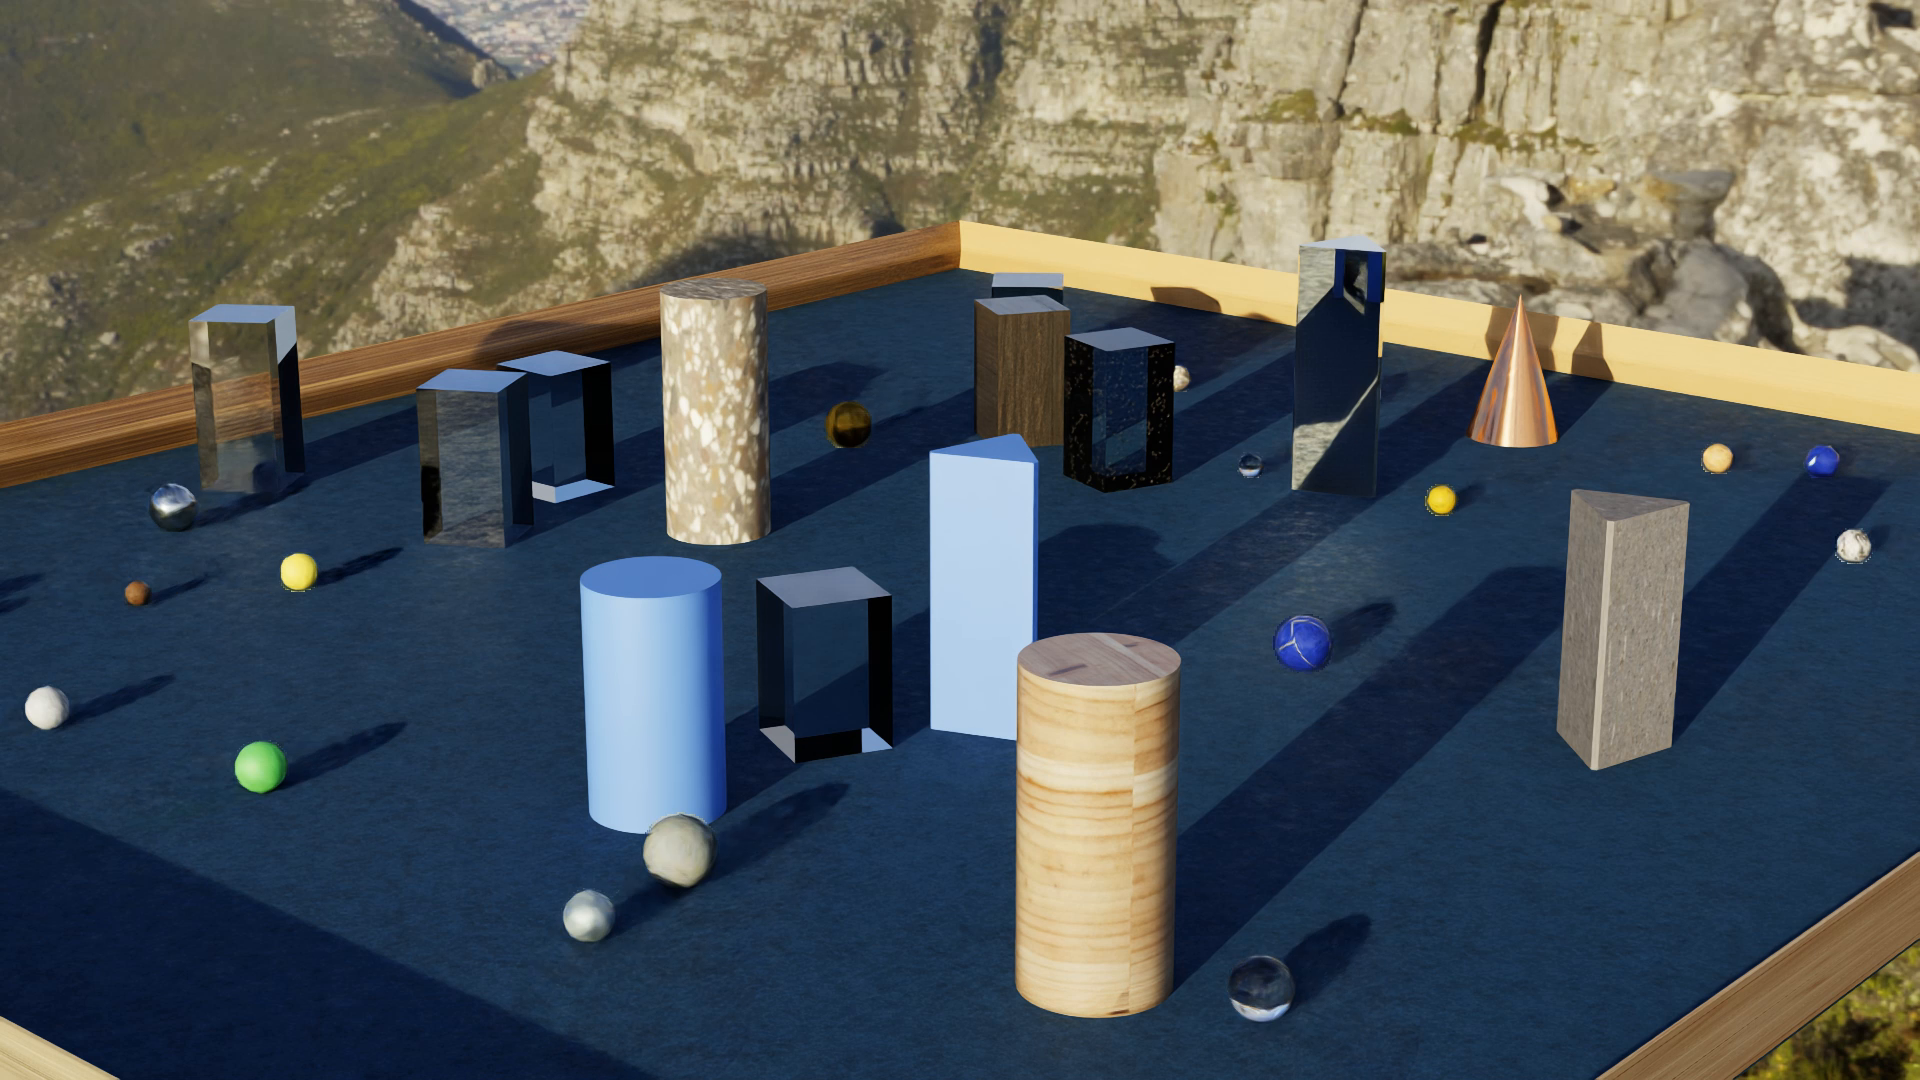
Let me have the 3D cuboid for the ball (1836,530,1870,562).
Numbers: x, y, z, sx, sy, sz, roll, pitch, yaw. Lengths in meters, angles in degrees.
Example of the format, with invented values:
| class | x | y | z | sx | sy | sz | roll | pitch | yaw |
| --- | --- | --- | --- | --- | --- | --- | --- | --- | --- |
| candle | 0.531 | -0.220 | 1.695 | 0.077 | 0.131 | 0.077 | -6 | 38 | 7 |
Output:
| class | x | y | z | sx | sy | sz | roll | pitch | yaw |
| --- | --- | --- | --- | --- | --- | --- | --- | --- | --- |
| ball | 1.618 | 0.011 | 5.311 | 0.060 | 0.060 | 0.060 | 0 | 17 | 0 |

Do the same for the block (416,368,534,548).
| class | x | y | z | sx | sy | sz | roll | pitch | yaw |
| --- | --- | --- | --- | --- | --- | --- | --- | --- | --- |
| block | -0.898 | -0.152 | 5.443 | 0.157 | 0.296 | 0.157 | 3 | 17 | 11 |

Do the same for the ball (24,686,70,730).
| class | x | y | z | sx | sy | sz | roll | pitch | yaw |
| --- | --- | --- | --- | --- | --- | --- | --- | --- | --- |
| ball | -1.396 | 0.257 | 4.486 | 0.066 | 0.066 | 0.066 | 0 | 17 | 0 |

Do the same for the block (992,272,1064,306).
| class | x | y | z | sx | sy | sz | roll | pitch | yaw |
| --- | --- | --- | --- | --- | --- | --- | --- | --- | --- |
| block | 0.153 | -0.470 | 6.600 | 0.157 | 0.236 | 0.157 | 1 | 17 | 3 |

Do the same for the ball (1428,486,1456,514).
| class | x | y | z | sx | sy | sz | roll | pitch | yaw |
| --- | --- | --- | --- | --- | --- | --- | --- | --- | --- |
| ball | 0.922 | -0.076 | 5.608 | 0.055 | 0.055 | 0.055 | 0 | 17 | 0 |

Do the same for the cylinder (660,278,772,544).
| class | x | y | z | sx | sy | sz | roll | pitch | yaw |
| --- | --- | --- | --- | --- | --- | --- | --- | --- | --- |
| cylinder | -0.453 | -0.240 | 5.448 | 0.196 | 0.461 | 0.196 | 0 | 17 | 0 |

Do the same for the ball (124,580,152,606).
| class | x | y | z | sx | sy | sz | roll | pitch | yaw |
| --- | --- | --- | --- | --- | --- | --- | --- | --- | --- |
| ball | -1.422 | 0.092 | 5.071 | 0.044 | 0.044 | 0.044 | 0 | 17 | 0 |

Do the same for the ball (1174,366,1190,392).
| class | x | y | z | sx | sy | sz | roll | pitch | yaw |
| --- | --- | --- | --- | --- | --- | --- | --- | --- | --- |
| ball | 0.486 | -0.361 | 6.547 | 0.059 | 0.059 | 0.059 | 0 | 17 | 0 |

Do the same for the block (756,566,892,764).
| class | x | y | z | sx | sy | sz | roll | pitch | yaw |
| --- | --- | --- | --- | --- | --- | --- | --- | --- | --- |
| block | -0.204 | 0.186 | 4.415 | 0.157 | 0.242 | 0.157 | -7 | 18 | -22 |

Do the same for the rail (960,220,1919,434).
| class | x | y | z | sx | sy | sz | roll | pitch | yaw |
| --- | --- | --- | --- | --- | --- | --- | --- | --- | --- |
| rail | 1.400 | -0.434 | 6.664 | 3.754 | 0.128 | 0.045 | 14 | 22 | 39 |

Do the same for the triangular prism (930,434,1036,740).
| class | x | y | z | sx | sy | sz | roll | pitch | yaw |
| --- | --- | --- | --- | --- | --- | --- | --- | --- | --- |
| triangular prism | 0.060 | 0.067 | 4.469 | 0.170 | 0.438 | 0.147 | 6 | 18 | 20 |

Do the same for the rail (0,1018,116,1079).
| class | x | y | z | sx | sy | sz | roll | pitch | yaw |
| --- | --- | --- | --- | --- | --- | --- | --- | --- | --- |
| rail | -1.400 | 0.497 | 3.576 | 3.754 | 0.128 | 0.045 | 14 | 22 | 39 |

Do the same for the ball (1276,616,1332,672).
| class | x | y | z | sx | sy | sz | roll | pitch | yaw |
| --- | --- | --- | --- | --- | --- | --- | --- | --- | --- |
| ball | 0.556 | 0.167 | 4.738 | 0.091 | 0.091 | 0.091 | 0 | 17 | 0 |

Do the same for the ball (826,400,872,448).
| class | x | y | z | sx | sy | sz | roll | pitch | yaw |
| --- | --- | --- | --- | --- | --- | --- | --- | --- | --- |
| ball | -0.231 | -0.240 | 6.079 | 0.097 | 0.097 | 0.097 | 0 | 17 | 0 |

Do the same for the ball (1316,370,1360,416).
| class | x | y | z | sx | sy | sz | roll | pitch | yaw |
| --- | --- | --- | --- | --- | --- | --- | --- | --- | --- |
| ball | 0.818 | -0.318 | 6.339 | 0.096 | 0.096 | 0.096 | 0 | 17 | 0 |

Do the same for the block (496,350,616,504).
| class | x | y | z | sx | sy | sz | roll | pitch | yaw |
| --- | --- | --- | --- | --- | --- | --- | --- | --- | --- |
| block | -0.793 | -0.224 | 5.756 | 0.157 | 0.253 | 0.157 | 14 | 22 | 38 |

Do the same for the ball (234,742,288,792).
| class | x | y | z | sx | sy | sz | roll | pitch | yaw |
| --- | --- | --- | --- | --- | --- | --- | --- | --- | --- |
| ball | -1.009 | 0.328 | 4.234 | 0.074 | 0.074 | 0.074 | 0 | 17 | 0 |

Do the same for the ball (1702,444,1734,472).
| class | x | y | z | sx | sy | sz | roll | pitch | yaw |
| --- | --- | --- | --- | --- | --- | --- | --- | --- | --- |
| ball | 1.524 | -0.164 | 5.894 | 0.059 | 0.059 | 0.059 | 0 | 17 | 0 |

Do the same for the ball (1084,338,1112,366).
| class | x | y | z | sx | sy | sz | roll | pitch | yaw |
| --- | --- | --- | --- | --- | --- | --- | --- | --- | --- |
| ball | 0.319 | -0.434 | 6.774 | 0.066 | 0.066 | 0.066 | 0 | 17 | 0 |

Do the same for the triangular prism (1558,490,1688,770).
| class | x | y | z | sx | sy | sz | roll | pitch | yaw |
| --- | --- | --- | --- | --- | --- | --- | --- | --- | --- |
| triangular prism | 0.960 | 0.125 | 4.375 | 0.170 | 0.382 | 0.147 | -12 | 21 | -35 |

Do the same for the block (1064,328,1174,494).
| class | x | y | z | sx | sy | sz | roll | pitch | yaw |
| --- | --- | --- | --- | --- | --- | --- | --- | --- | --- |
| block | 0.314 | -0.259 | 5.816 | 0.157 | 0.286 | 0.157 | -9 | 19 | -28 |

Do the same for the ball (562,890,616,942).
| class | x | y | z | sx | sy | sz | roll | pitch | yaw |
| --- | --- | --- | --- | --- | --- | --- | --- | --- | --- |
| ball | -0.473 | 0.480 | 3.742 | 0.066 | 0.066 | 0.066 | 0 | 17 | 0 |

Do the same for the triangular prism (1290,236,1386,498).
| class | x | y | z | sx | sy | sz | roll | pitch | yaw |
| --- | --- | --- | --- | --- | --- | --- | --- | --- | --- |
| triangular prism | 0.759 | -0.345 | 5.751 | 0.170 | 0.487 | 0.147 | 7 | 18 | 22 |

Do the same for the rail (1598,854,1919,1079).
| class | x | y | z | sx | sy | sz | roll | pitch | yaw |
| --- | --- | --- | --- | --- | --- | --- | --- | --- | --- |
| rail | 1.399 | 0.383 | 3.957 | 0.045 | 0.128 | 4.319 | 14 | 22 | 39 |

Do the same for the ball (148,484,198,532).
| class | x | y | z | sx | sy | sz | roll | pitch | yaw |
| --- | --- | --- | --- | --- | --- | --- | --- | --- | --- |
| ball | -1.475 | -0.061 | 5.498 | 0.089 | 0.089 | 0.089 | 0 | 17 | 0 |

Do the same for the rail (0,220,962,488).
| class | x | y | z | sx | sy | sz | roll | pitch | yaw |
| --- | --- | --- | --- | --- | --- | --- | --- | --- | --- |
| rail | -1.399 | -0.319 | 6.283 | 0.045 | 0.128 | 4.319 | 14 | 22 | 39 |

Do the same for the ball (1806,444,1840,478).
| class | x | y | z | sx | sy | sz | roll | pitch | yaw |
| --- | --- | --- | --- | --- | --- | --- | --- | --- | --- |
| ball | 1.724 | -0.157 | 5.858 | 0.066 | 0.066 | 0.066 | 0 | 17 | 0 |

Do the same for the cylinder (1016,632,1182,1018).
| class | x | y | z | sx | sy | sz | roll | pitch | yaw |
| --- | --- | --- | --- | --- | --- | --- | --- | --- | --- |
| cylinder | 0.166 | 0.345 | 3.571 | 0.196 | 0.424 | 0.196 | 0 | 17 | 0 |

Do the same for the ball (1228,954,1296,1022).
| class | x | y | z | sx | sy | sz | roll | pitch | yaw |
| --- | --- | --- | --- | --- | --- | --- | --- | --- | --- |
| ball | 0.362 | 0.539 | 3.523 | 0.081 | 0.081 | 0.081 | 0 | 17 | 0 |

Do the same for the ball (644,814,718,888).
| class | x | y | z | sx | sy | sz | roll | pitch | yaw |
| --- | --- | --- | --- | --- | --- | --- | --- | --- | --- |
| ball | -0.372 | 0.415 | 3.905 | 0.098 | 0.098 | 0.098 | 0 | 17 | 0 |

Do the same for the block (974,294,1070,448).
| class | x | y | z | sx | sy | sz | roll | pitch | yaw |
| --- | --- | --- | --- | --- | --- | --- | --- | --- | --- |
| block | 0.129 | -0.351 | 6.122 | 0.157 | 0.285 | 0.157 | -5 | 18 | -17 |

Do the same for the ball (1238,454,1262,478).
| class | x | y | z | sx | sy | sz | roll | pitch | yaw |
| --- | --- | --- | --- | --- | --- | --- | --- | --- | --- |
| ball | 0.581 | -0.150 | 5.863 | 0.048 | 0.048 | 0.048 | 0 | 17 | 0 |

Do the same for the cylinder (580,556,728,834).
| class | x | y | z | sx | sy | sz | roll | pitch | yaw |
| --- | --- | --- | --- | --- | --- | --- | --- | --- | --- |
| cylinder | -0.431 | 0.217 | 4.134 | 0.196 | 0.345 | 0.196 | 0 | 17 | 0 |

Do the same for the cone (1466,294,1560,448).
| class | x | y | z | sx | sy | sz | roll | pitch | yaw |
| --- | --- | --- | --- | --- | --- | --- | --- | --- | --- |
| cone | 1.166 | -0.367 | 6.140 | 0.196 | 0.305 | 0.196 | 0 | 17 | 0 |

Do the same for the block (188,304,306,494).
| class | x | y | z | sx | sy | sz | roll | pitch | yaw |
| --- | --- | --- | --- | --- | --- | --- | --- | --- | --- |
| block | -1.405 | -0.280 | 5.786 | 0.157 | 0.342 | 0.157 | 2 | 17 | 7 |

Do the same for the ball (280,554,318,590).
| class | x | y | z | sx | sy | sz | roll | pitch | yaw |
| --- | --- | --- | --- | --- | --- | --- | --- | --- | --- |
| ball | -1.162 | 0.056 | 5.154 | 0.065 | 0.065 | 0.065 | 0 | 17 | 0 |
